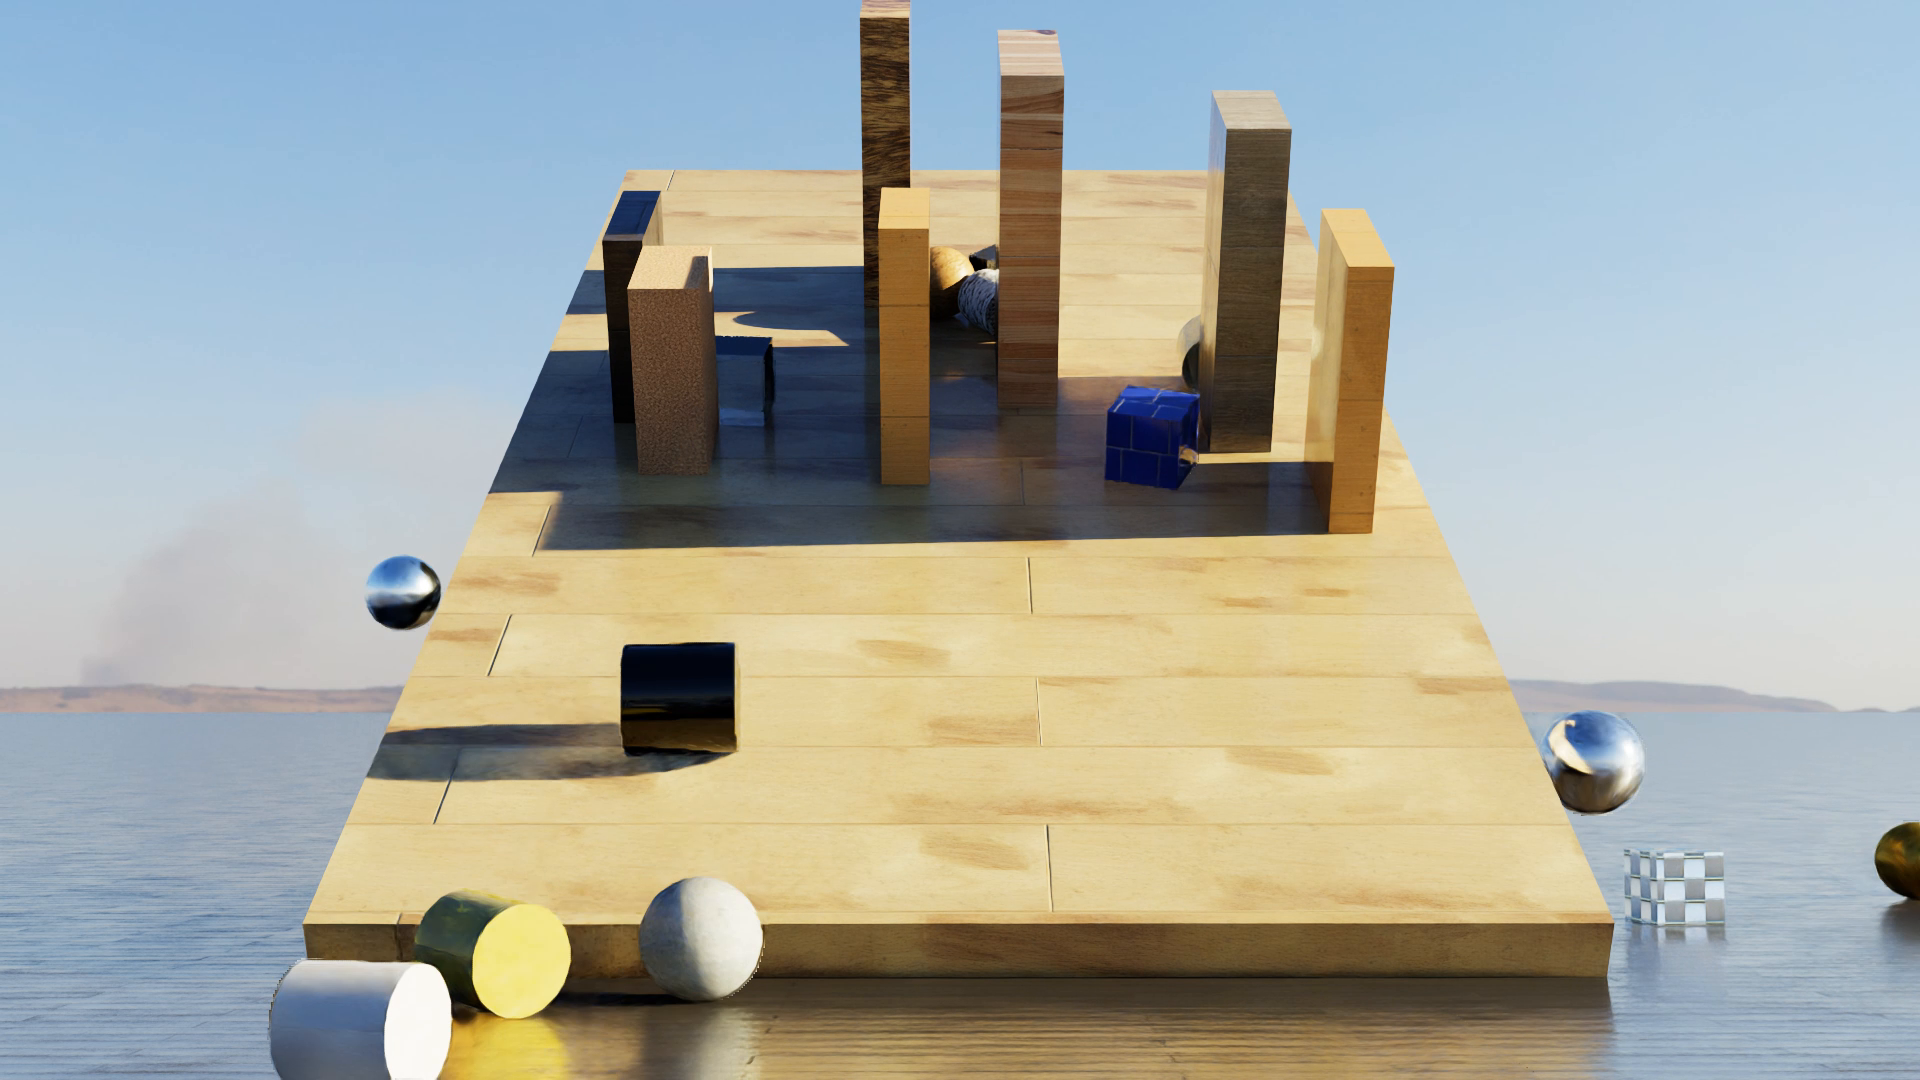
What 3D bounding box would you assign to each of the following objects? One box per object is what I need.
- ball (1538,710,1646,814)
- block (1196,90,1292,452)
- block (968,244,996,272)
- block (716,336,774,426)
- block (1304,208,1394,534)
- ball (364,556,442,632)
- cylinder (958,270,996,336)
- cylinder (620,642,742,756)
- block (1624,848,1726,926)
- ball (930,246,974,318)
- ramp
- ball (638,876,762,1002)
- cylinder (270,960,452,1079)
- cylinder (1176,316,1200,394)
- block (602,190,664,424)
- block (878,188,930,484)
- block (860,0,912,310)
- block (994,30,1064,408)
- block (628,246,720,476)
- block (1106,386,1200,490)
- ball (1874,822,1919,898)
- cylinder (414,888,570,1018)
[{"bbox_3d":[1.159,0.408,4.311,0.192,0.192,0.192,0,-4,0],"label":"ball"},{"bbox_3d":[0.624,-0.594,5.202,0.136,0.736,0.311,0,25,0],"label":"block"},{"bbox_3d":[0.122,-0.669,6.049,0.143,0.143,0.143,17,30,32],"label":"block"},{"bbox_3d":[-0.519,-0.367,5.393,0.158,0.158,0.158,2,25,4],"label":"block"},{"bbox_3d":[0.804,-0.354,4.884,0.090,0.578,0.374,0,25,0],"label":"block"},{"bbox_3d":[-1.104,0.105,4.654,0.151,0.151,0.151,0,-4,0],"label":"ball"},{"bbox_3d":[0.091,-0.590,5.883,0.143,0.143,0.143,2,21,-32],"label":"cylinder"},{"bbox_3d":[-0.475,0.271,4.009,0.190,0.190,0.190,-1,-4,-2],"label":"cylinder"},{"bbox_3d":[1.384,0.672,4.553,0.138,0.138,0.138,1,-4,-10],"label":"block"},{"bbox_3d":[-0.050,-0.656,5.973,0.184,0.184,0.184,0,-4,0],"label":"ball"},{"bbox_3d":[-0.009,-0.229,5.406,2.000,0.100,4.000,0,25,0],"label":"ramp"},{"bbox_3d":[-0.369,0.567,3.335,0.175,0.175,0.175,0,-4,0],"label":"ball"},{"bbox_3d":[-0.650,0.529,2.552,0.139,0.139,0.139,-1,-4,17],"label":"cylinder"},{"bbox_3d":[0.597,-0.434,5.539,0.159,0.159,0.159,0,25,0],"label":"cylinder"},{"bbox_3d":[-0.747,-0.544,5.440,0.089,0.436,0.374,0,25,0],"label":"block"},{"bbox_3d":[-0.117,-0.440,5.064,0.103,0.574,0.283,0,25,0],"label":"block"},{"bbox_3d":[-0.186,-1.011,6.055,0.121,0.754,0.348,0,25,0],"label":"block"},{"bbox_3d":[0.157,-0.752,5.478,0.138,0.782,0.426,0,25,0],"label":"block"},{"bbox_3d":[-0.623,-0.395,5.137,0.150,0.427,0.284,0,25,0],"label":"block"},{"bbox_3d":[0.417,-0.223,5.091,0.161,0.161,0.161,9,27,18],"label":"block"},{"bbox_3d":[2.079,0.698,5.110,0.164,0.164,0.164,0,-4,0],"label":"ball"},{"bbox_3d":[-0.637,0.561,3.194,0.153,0.153,0.153,4,-1,-42],"label":"cylinder"}]
